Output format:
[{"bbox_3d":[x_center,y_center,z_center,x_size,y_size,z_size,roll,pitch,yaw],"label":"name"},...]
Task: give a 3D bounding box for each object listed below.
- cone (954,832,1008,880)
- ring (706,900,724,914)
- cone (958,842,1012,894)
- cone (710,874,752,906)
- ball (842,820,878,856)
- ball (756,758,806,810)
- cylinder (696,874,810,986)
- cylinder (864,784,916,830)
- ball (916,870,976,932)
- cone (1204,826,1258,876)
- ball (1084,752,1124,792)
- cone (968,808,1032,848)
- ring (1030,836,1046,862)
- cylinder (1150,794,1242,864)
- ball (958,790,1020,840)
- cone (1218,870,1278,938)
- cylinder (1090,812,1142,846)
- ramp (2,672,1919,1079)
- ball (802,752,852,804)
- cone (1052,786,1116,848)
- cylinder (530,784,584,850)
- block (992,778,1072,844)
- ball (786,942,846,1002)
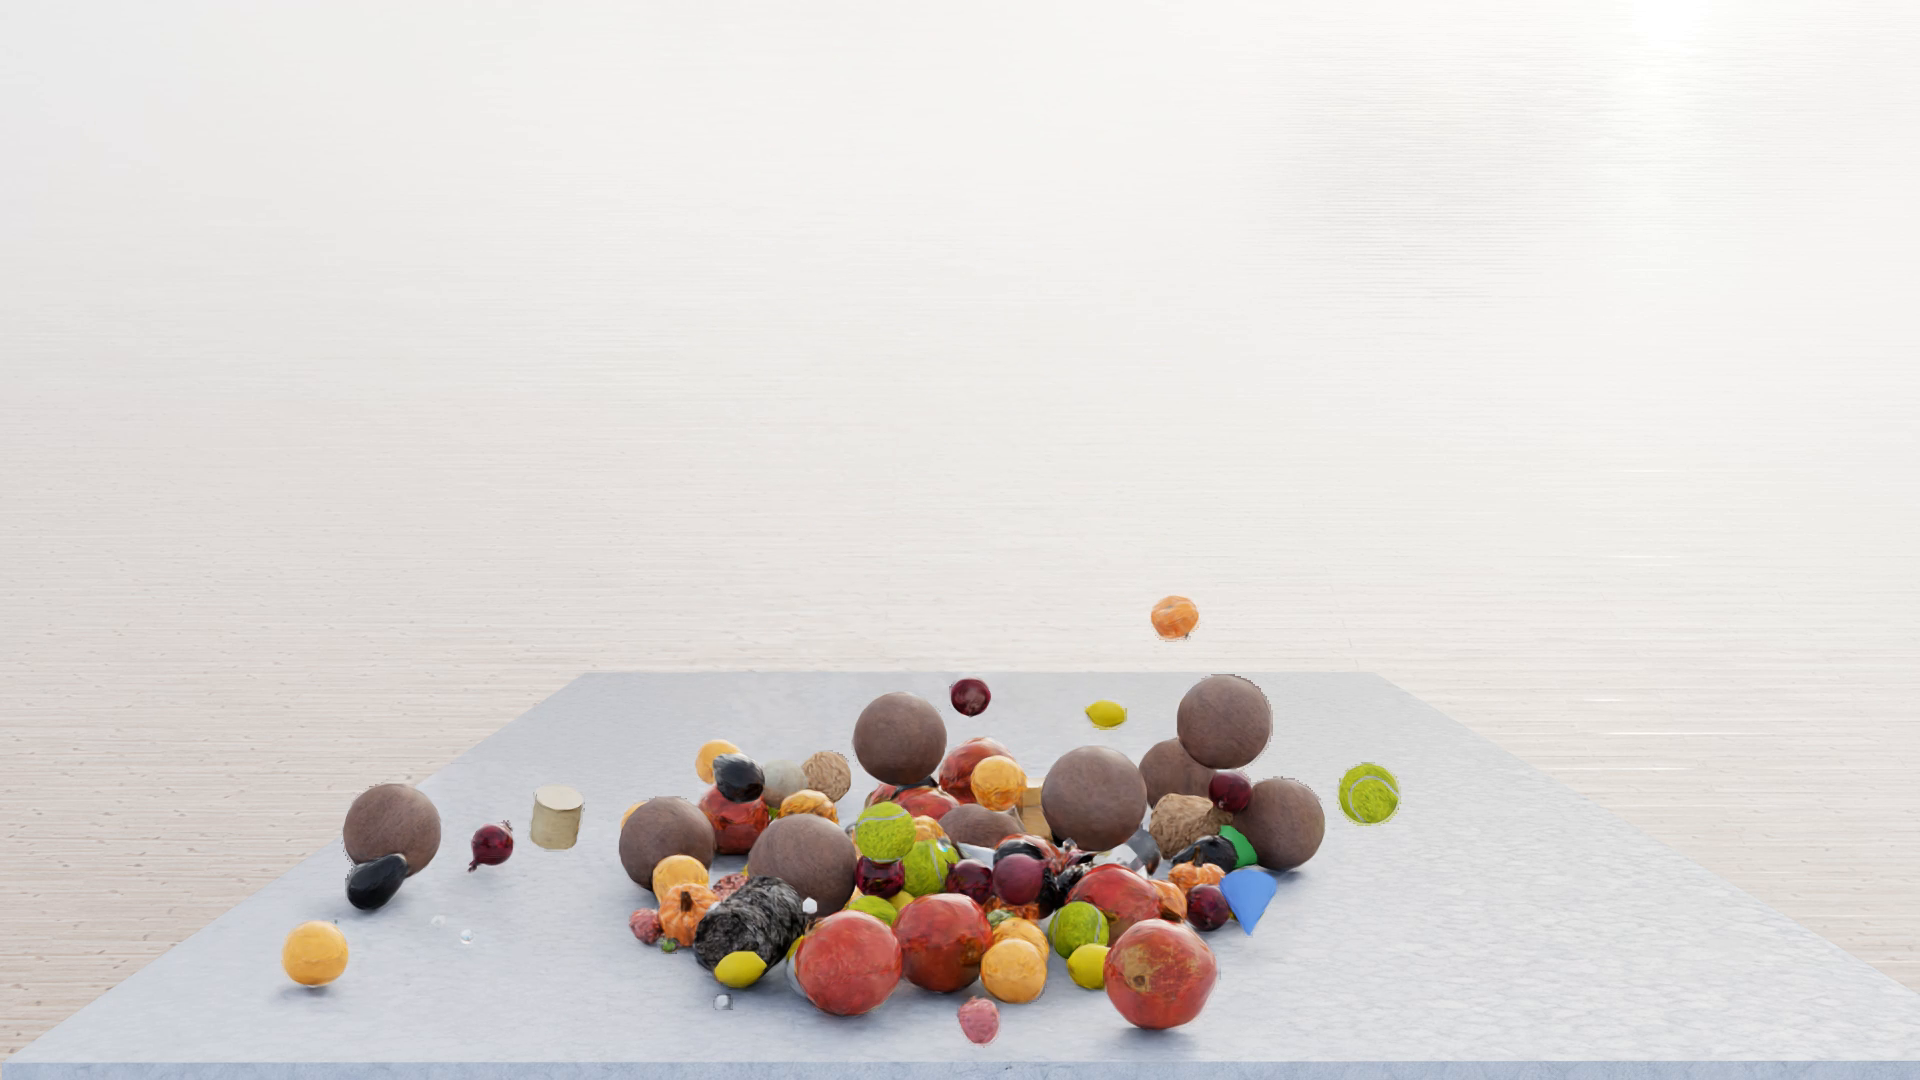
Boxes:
[{"bbox_3d":[0.042,0.452,3.514,0.079,0.079,0.079,-8,32,-18],"label":"cone"},{"bbox_3d":[-0.257,0.461,3.055,0.097,0.032,0.097,25,9,-4],"label":"ring"},{"bbox_3d":[0.020,0.389,3.150,0.063,0.063,0.063,40,24,-7],"label":"cone"},{"bbox_3d":[-0.287,0.466,3.226,0.076,0.076,0.076,8,63,-17],"label":"cone"},{"bbox_3d":[-0.146,0.434,3.754,0.050,0.050,0.050,0,23,0],"label":"ball"},{"bbox_3d":[-0.266,0.363,3.828,0.076,0.076,0.076,0,23,0],"label":"ball"},{"bbox_3d":[-0.233,0.439,2.893,0.092,0.092,0.092,13,27,28],"label":"cylinder"},{"bbox_3d":[-0.109,0.416,4.016,0.063,0.063,0.063,9,5,20],"label":"cylinder"},{"bbox_3d":[-0.018,0.447,3.188,0.075,0.075,0.075,0,23,0],"label":"ball"},{"bbox_3d":[0.365,0.447,3.590,0.070,0.070,0.070,-38,38,-22],"label":"cone"},{"bbox_3d":[0.181,0.293,3.237,0.050,0.050,0.050,0,23,0],"label":"ball"},{"bbox_3d":[0.066,0.399,3.591,0.095,0.095,0.095,8,48,-9],"label":"cone"},{"bbox_3d":[0.065,0.445,3.673,0.114,0.038,0.114,0,4,0],"label":"ring"},{"bbox_3d":[0.338,0.415,3.682,0.095,0.095,0.095,1,18,42],"label":"cylinder"},{"bbox_3d":[0.042,0.413,3.766,0.092,0.092,0.092,0,23,0],"label":"ball"},{"bbox_3d":[0.347,0.447,3.093,0.071,0.071,0.071,1,51,4],"label":"cone"},{"bbox_3d":[0.228,0.430,3.737,0.060,0.060,0.060,-6,23,-17],"label":"cylinder"},{"bbox_3d":[0.052,0.475,4.536,2.000,0.100,4.000,0,3,0],"label":"ramp"},{"bbox_3d":[-0.223,0.394,4.257,0.087,0.087,0.087,0,23,0],"label":"ball"},{"bbox_3d":[0.191,0.403,3.694,0.090,0.090,0.090,4,22,27],"label":"cone"},{"bbox_3d":[-0.510,0.350,3.254,0.060,0.060,0.060,11,24,-5],"label":"cylinder"},{"bbox_3d":[0.108,0.410,3.890,0.087,0.087,0.087,-2,3,-32],"label":"block"},{"bbox_3d":[-0.156,0.470,2.801,0.065,0.065,0.065,0,23,0],"label":"ball"}]
